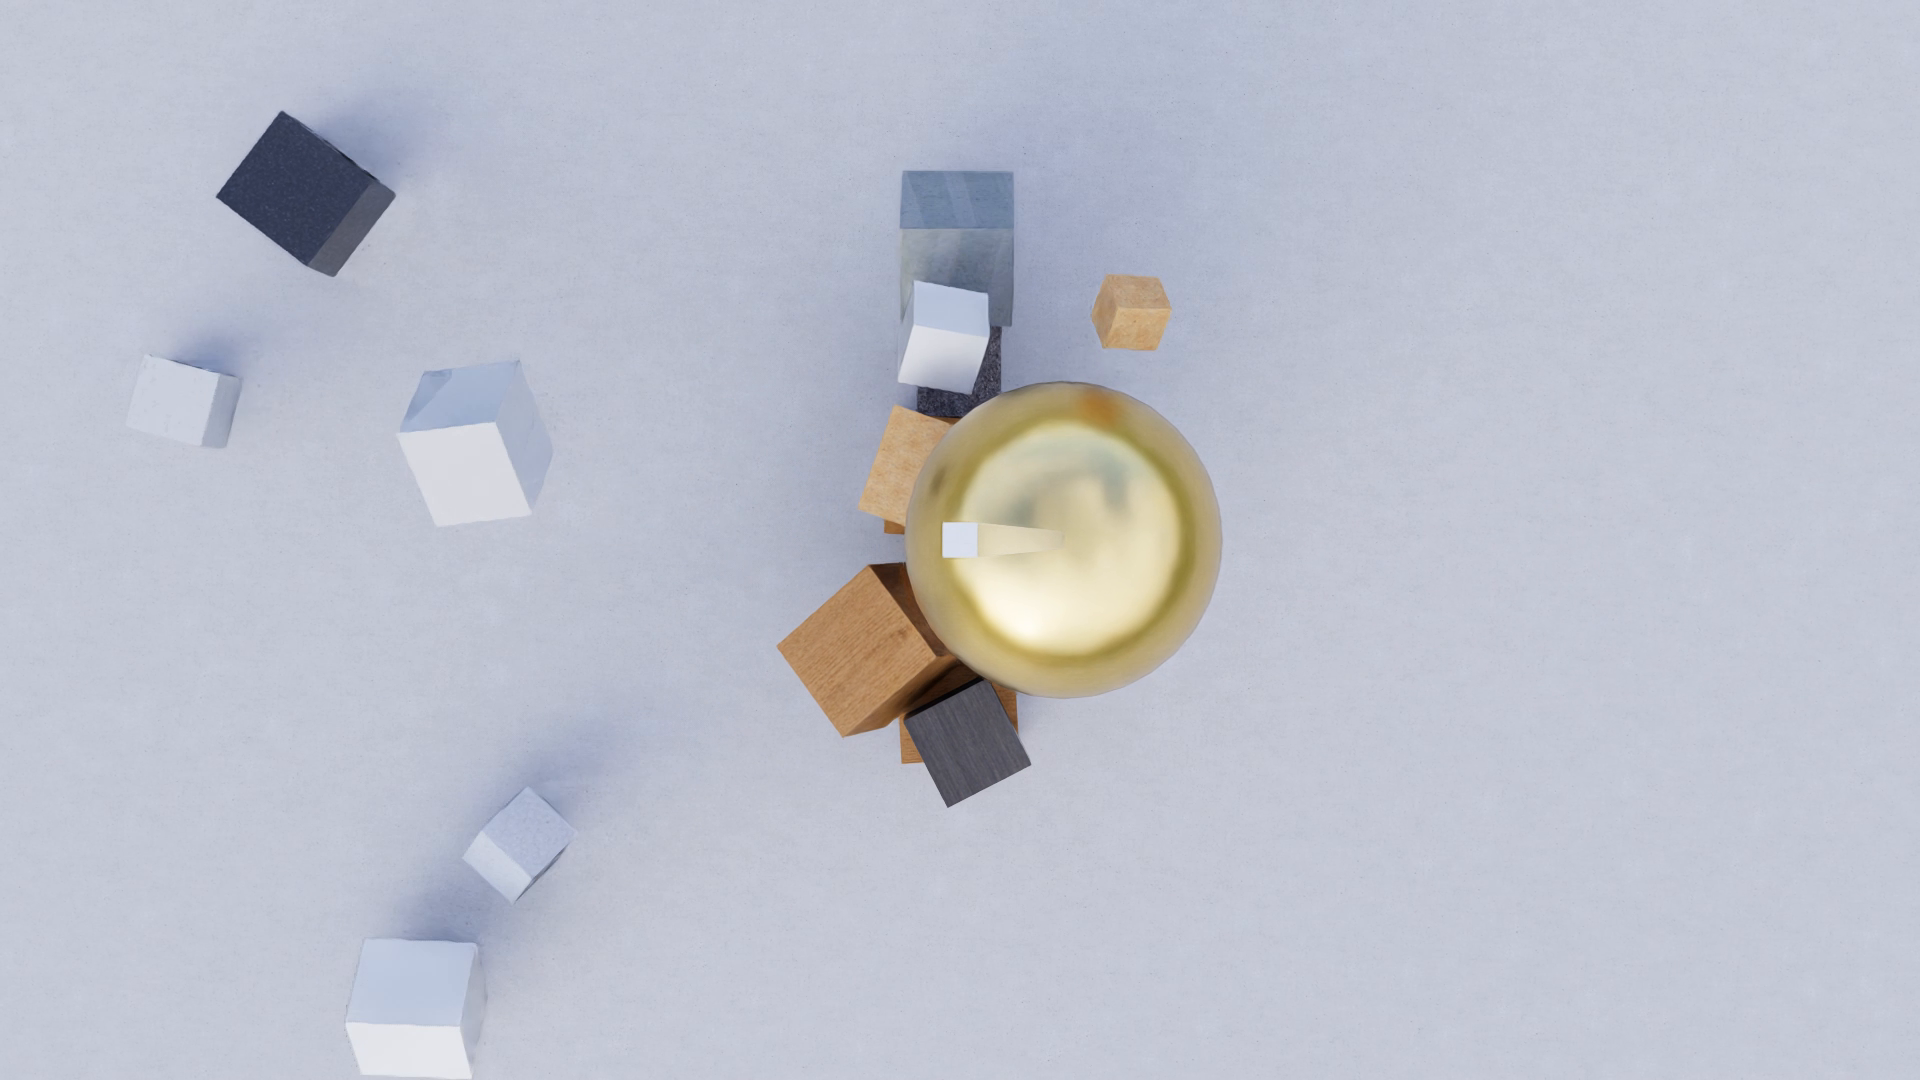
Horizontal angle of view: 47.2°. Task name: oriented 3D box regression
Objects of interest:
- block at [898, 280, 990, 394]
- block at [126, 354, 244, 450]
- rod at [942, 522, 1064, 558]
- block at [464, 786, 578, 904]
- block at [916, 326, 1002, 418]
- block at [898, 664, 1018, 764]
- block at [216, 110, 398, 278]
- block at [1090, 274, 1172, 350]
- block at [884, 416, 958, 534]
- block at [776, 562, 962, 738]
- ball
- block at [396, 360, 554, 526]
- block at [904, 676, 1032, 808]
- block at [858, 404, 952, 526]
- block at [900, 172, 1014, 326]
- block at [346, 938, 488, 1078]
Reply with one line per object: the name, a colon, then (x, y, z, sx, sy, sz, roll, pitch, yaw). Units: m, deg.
block: (-0.094, -1.108, 12.051, 0.416, 0.379, 0.415, 9, 135, -10)
block: (-4.506, -0.800, 12.787, 0.447, 0.425, 0.429, 15, 90, 0)
rod: (0.223, 0.000, 7.648, 0.080, 5.200, 0.080, 0, 90, 5)
block: (-2.540, 1.763, 12.702, 0.399, 0.436, 0.400, 43, 52, 1)
block: (-0.005, -0.958, 12.756, 0.480, 0.487, 0.513, 0, 90, 0)
block: (-0.016, 0.893, 12.677, 0.665, 0.646, 0.694, -3, 90, 0)
block: (-3.774, -1.993, 12.731, 0.652, 0.538, 0.619, 37, 90, 0)
block: (0.855, -1.137, 10.999, 0.288, 0.270, 0.251, 0, 46, -19)
block: (-0.048, -0.350, 12.634, 0.715, 0.731, 0.664, 3, 90, 0)
block: (-0.456, 0.594, 12.079, 0.710, 0.577, 0.627, -41, 77, 17)
ball: (0.515, 0.000, 11.035, 1.600, 1.600, 1.600, 0, 90, 0)
block: (-2.621, -0.528, 11.947, 0.550, 0.581, 0.624, -6, 128, 10)
block: (0.040, 1.097, 12.114, 0.513, 0.479, 0.527, -27, 90, 0)
block: (-0.170, -0.346, 11.979, 0.590, 0.580, 0.591, 19, 90, 0)
block: (-0.015, -1.659, 12.509, 0.633, 0.627, 0.636, 0, 129, 0)
block: (-3.087, 2.673, 12.545, 0.627, 0.579, 0.543, 3, 48, -1)
